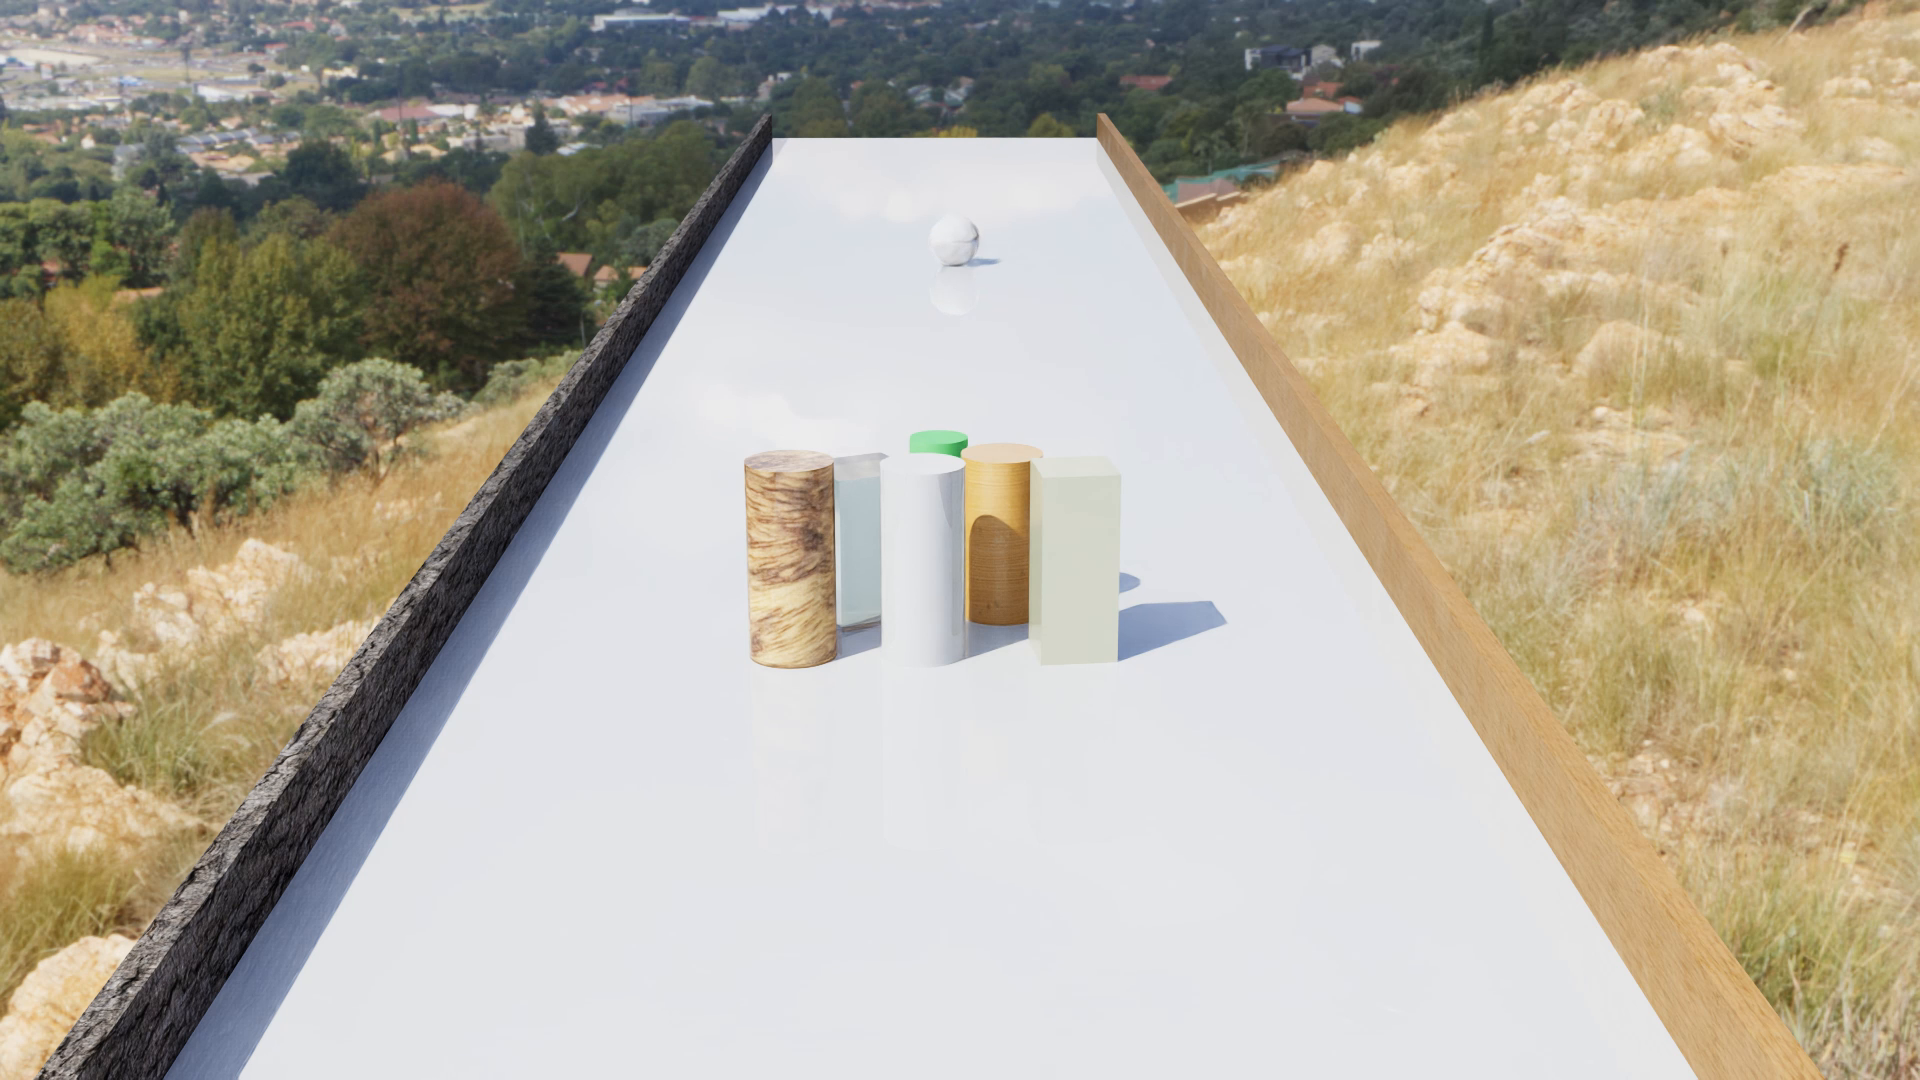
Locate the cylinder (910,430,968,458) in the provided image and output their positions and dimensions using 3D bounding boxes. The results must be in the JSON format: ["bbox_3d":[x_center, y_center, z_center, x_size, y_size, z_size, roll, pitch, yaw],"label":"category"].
[{"bbox_3d":[-0.047,-0.072,4.898,0.129,0.325,0.129,0,17,0],"label":"cylinder"}]

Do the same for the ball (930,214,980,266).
[{"bbox_3d":[-0.021,-1.227,8.987,0.209,0.209,0.209,0,17,0],"label":"ball"}]

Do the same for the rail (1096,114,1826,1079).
[{"bbox_3d":[0.932,-0.844,7.801,0.050,0.150,12.000,0,17,-1],"label":"rail"}]

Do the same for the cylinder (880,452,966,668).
[{"bbox_3d":[-0.074,0.039,4.398,0.170,0.397,0.170,0,17,0],"label":"cylinder"}]

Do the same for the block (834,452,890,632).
[{"bbox_3d":[-0.208,0.002,4.648,0.180,0.326,0.180,-8,19,-26],"label":"block"}]

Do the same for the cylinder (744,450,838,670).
[{"bbox_3d":[-0.337,0.037,4.392,0.178,0.404,0.178,0,17,0],"label":"cylinder"}]

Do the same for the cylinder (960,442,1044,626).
[{"bbox_3d":[0.088,-0.013,4.652,0.173,0.353,0.173,0,17,0],"label":"cylinder"}]

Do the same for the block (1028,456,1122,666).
[{"bbox_3d":[0.228,0.040,4.412,0.155,0.388,0.155,-2,17,-7],"label":"block"}]

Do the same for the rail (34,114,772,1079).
[{"bbox_3d":[-1.118,-0.838,7.780,0.050,0.150,12.000,0,17,-1],"label":"rail"}]
